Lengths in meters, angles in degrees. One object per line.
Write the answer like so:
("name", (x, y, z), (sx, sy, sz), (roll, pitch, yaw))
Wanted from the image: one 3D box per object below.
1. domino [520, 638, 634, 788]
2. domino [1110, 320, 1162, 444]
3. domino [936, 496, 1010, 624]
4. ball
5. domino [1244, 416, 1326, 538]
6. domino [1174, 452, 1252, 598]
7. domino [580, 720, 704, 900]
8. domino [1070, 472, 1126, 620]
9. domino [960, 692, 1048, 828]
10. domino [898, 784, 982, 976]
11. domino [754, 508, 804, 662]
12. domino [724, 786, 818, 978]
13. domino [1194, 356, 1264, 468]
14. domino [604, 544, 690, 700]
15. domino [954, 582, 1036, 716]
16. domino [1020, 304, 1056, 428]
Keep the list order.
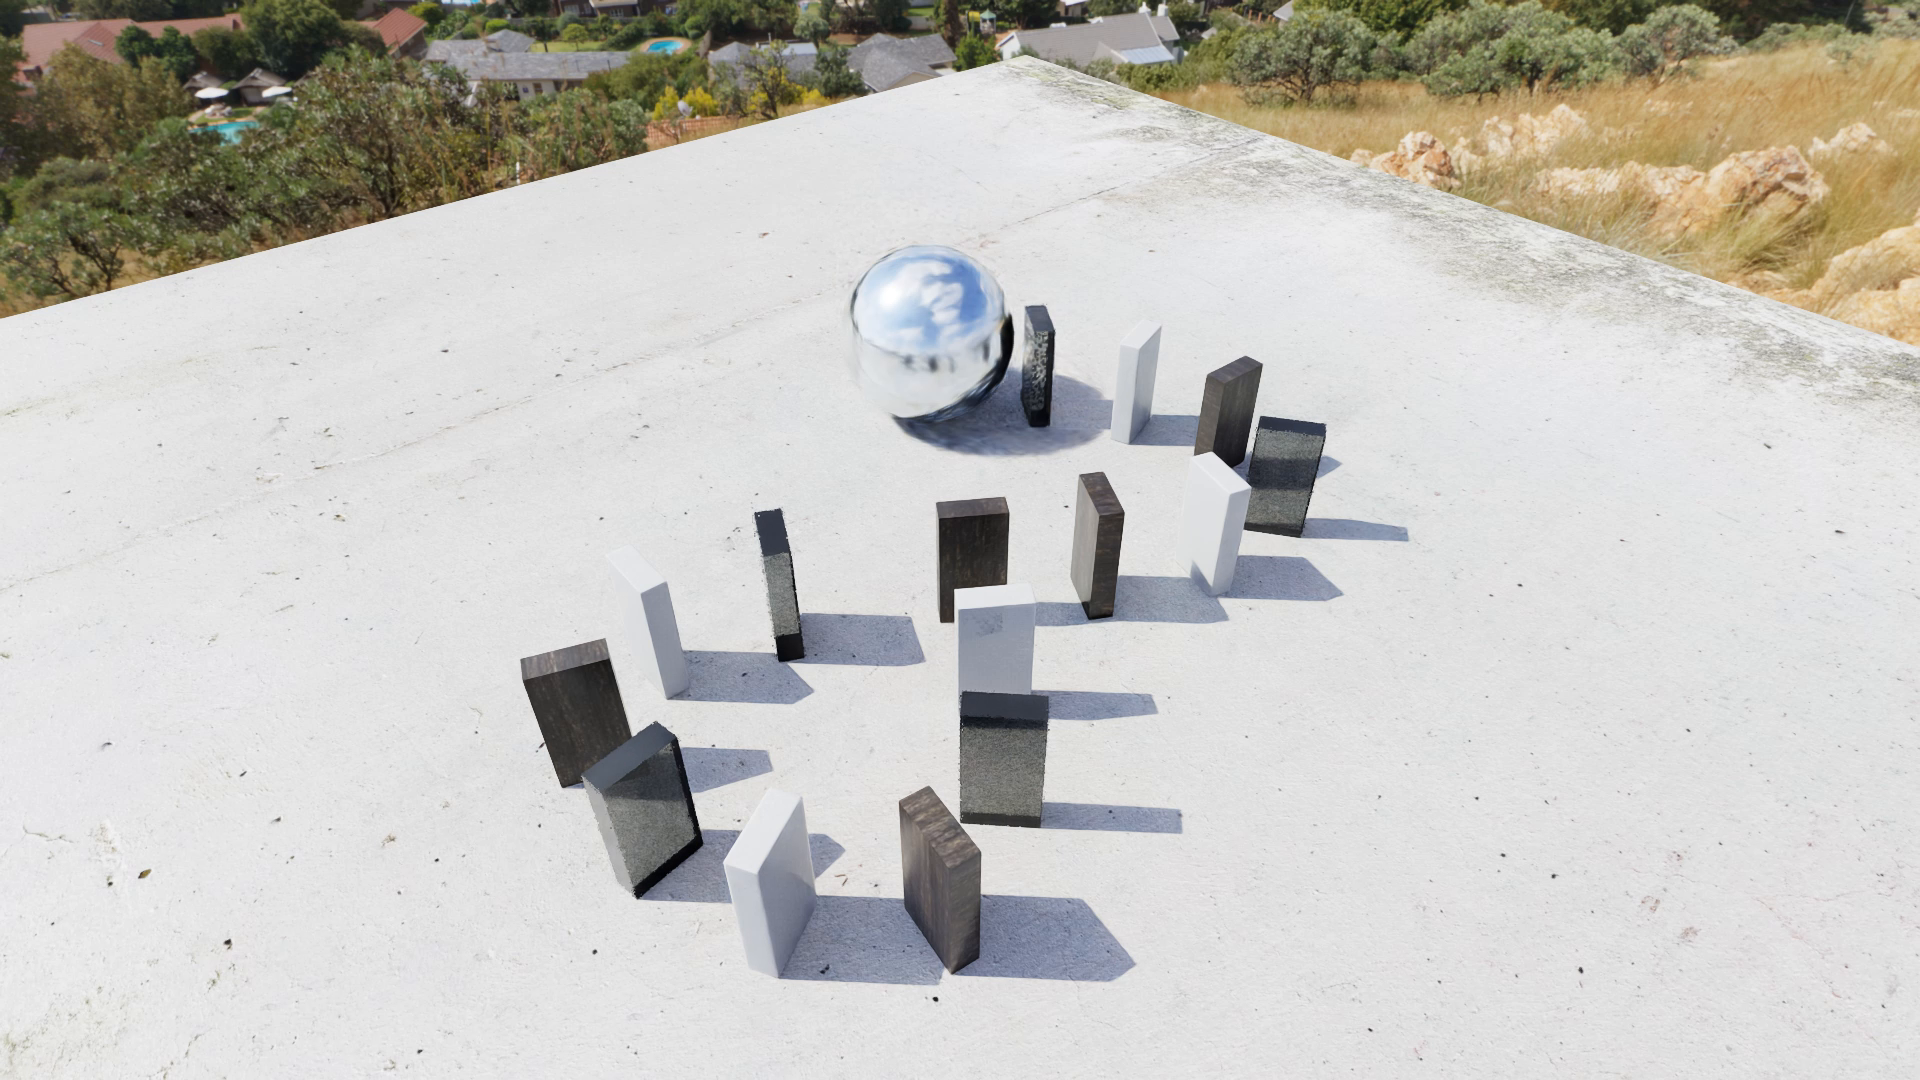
("domino", (-0.118, 0.055, 0.345), (0.025, 0.050, 0.009), (-14, 41, -16))
("domino", (0.080, -0.071, 0.498), (0.010, 0.050, 0.025), (21, 44, 23))
("domino", (0.004, 0.008, 0.402), (0.025, 0.050, 0.009), (-5, 40, -6))
("ball", (-0.015, -0.094, 0.503), (0.080, 0.080, 0.080), (0, 39, 0))
("domino", (0.129, -0.025, 0.442), (0.025, 0.050, 0.009), (9, 40, 11))
("domino", (0.095, -0.005, 0.418), (0.010, 0.050, 0.025), (-16, 42, -19))
("domino", (-0.090, 0.078, 0.316), (0.009, 0.050, 0.025), (28, 47, 30))
("domino", (0.051, 0.003, 0.408), (0.009, 0.050, 0.025), (-7, 40, -9))
("domino", (0.013, 0.067, 0.330), (0.025, 0.050, 0.009), (3, 39, 3))
("domino", (-0.005, 0.093, 0.298), (0.009, 0.050, 0.025), (-22, 44, -25))
("domino", (-0.064, 0.017, 0.391), (0.010, 0.050, 0.025), (-10, 40, -12))
("domino", (-0.050, 0.093, 0.298), (0.010, 0.050, 0.025), (13, 41, 15))
("domino", (0.115, -0.052, 0.475), (0.025, 0.050, 0.009), (-27, 47, -29))
("domino", (-0.106, 0.028, 0.377), (0.009, 0.050, 0.025), (-28, 47, -30))
("domino", (0.011, 0.037, 0.366), (0.025, 0.050, 0.009), (-5, 40, -6))
("domino", (0.036, -0.080, 0.509), (0.009, 0.050, 0.025), (-5, 40, -5))
